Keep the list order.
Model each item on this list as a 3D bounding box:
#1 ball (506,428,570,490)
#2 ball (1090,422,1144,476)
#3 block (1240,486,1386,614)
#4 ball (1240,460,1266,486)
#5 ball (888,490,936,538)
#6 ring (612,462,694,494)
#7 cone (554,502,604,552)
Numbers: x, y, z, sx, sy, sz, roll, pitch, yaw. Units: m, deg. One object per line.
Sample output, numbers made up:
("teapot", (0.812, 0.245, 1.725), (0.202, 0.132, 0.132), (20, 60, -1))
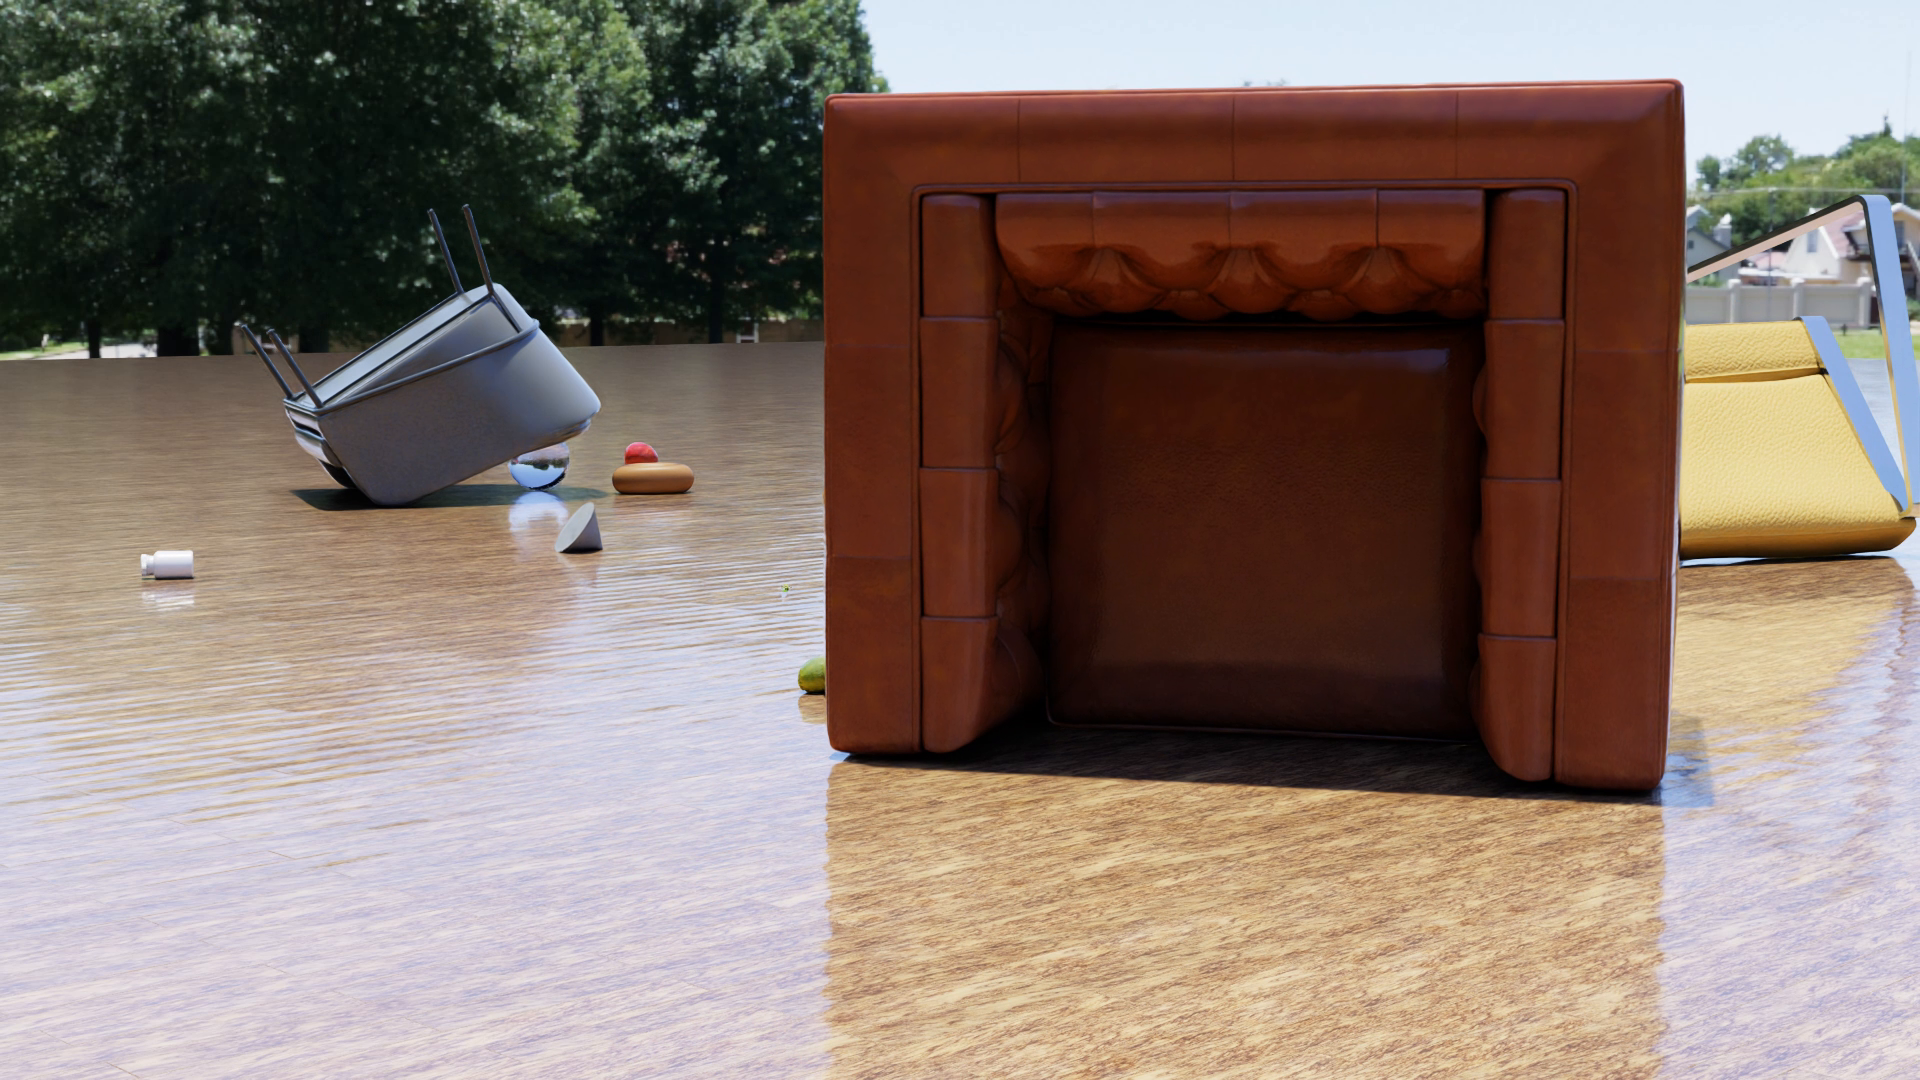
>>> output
("ball", (-1.294, -0.248, 7.881), (0.193, 0.193, 0.193), (0, 6, 0))
("ball", (0.516, -0.298, 8.450), (0.176, 0.176, 0.176), (0, 6, 0))
("block", (0.714, 0.016, 5.173), (0.255, 0.223, 0.303), (2, 6, 14))
("ball", (0.917, -0.208, 8.044), (0.080, 0.080, 0.080), (0, 6, 0))
("ball", (-0.121, -0.067, 6.476), (0.120, 0.120, 0.120), (0, 6, 0))
("ring", (-0.932, -0.186, 7.798), (0.249, 0.088, 0.161), (-2, 8, -12))
("cone", (-0.894, -0.004, 6.176), (0.090, 0.143, 0.179), (40, 6, -20))
